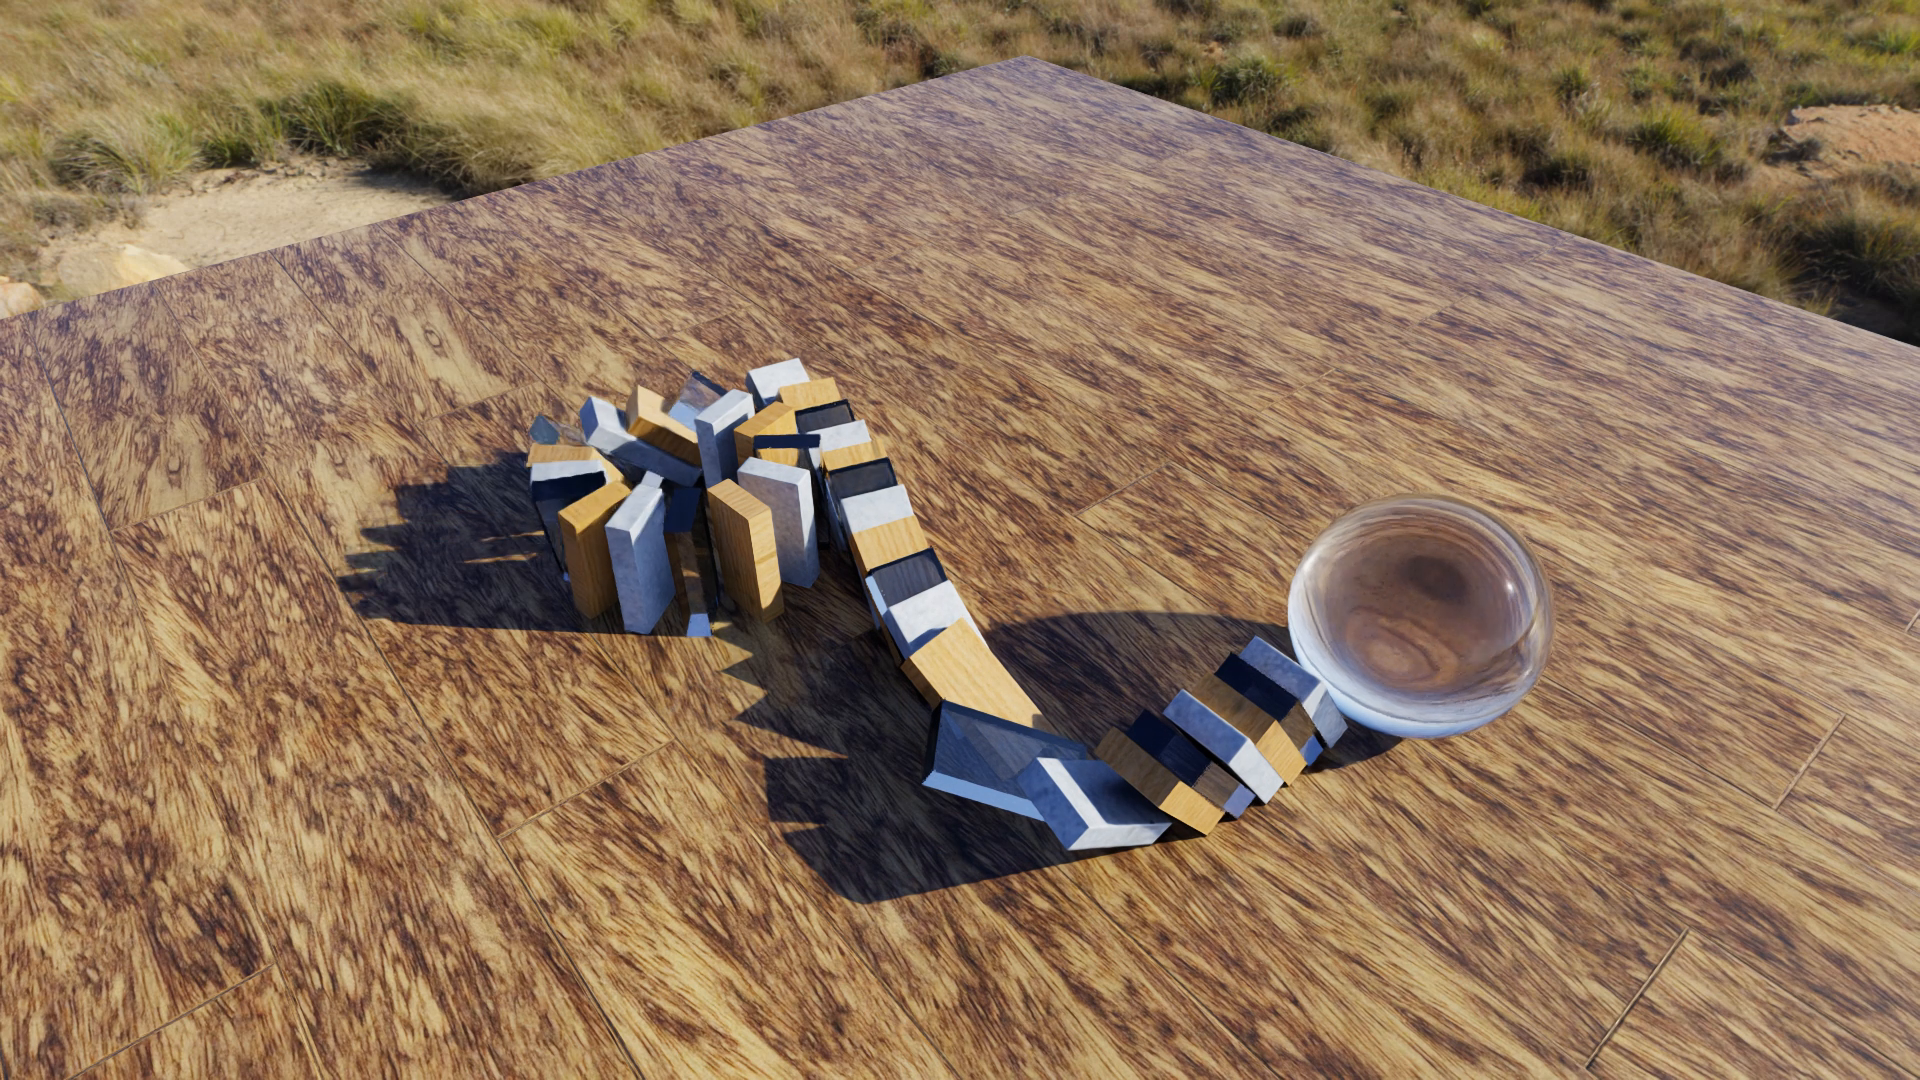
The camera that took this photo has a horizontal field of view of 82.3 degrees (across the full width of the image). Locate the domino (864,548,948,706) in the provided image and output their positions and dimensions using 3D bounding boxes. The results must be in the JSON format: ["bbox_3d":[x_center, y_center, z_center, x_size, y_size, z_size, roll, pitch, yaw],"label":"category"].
[{"bbox_3d":[-0.011,0.030,0.387,0.025,0.009,0.050,-20,76,-23],"label":"domino"}]

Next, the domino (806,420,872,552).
[{"bbox_3d":[-0.044,-0.023,0.451,0.025,0.009,0.050,-15,75,-17],"label":"domino"}]

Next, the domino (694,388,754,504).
[{"bbox_3d":[-0.094,-0.034,0.453,0.010,0.050,0.025,19,43,22],"label":"domino"}]

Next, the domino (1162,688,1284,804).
[{"bbox_3d":[0.081,0.064,0.336,0.009,0.050,0.025,-50,53,-3],"label":"domino"}]

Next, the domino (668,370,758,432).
[{"bbox_3d":[-0.101,-0.051,0.483,0.050,0.010,0.025,33,36,-19],"label":"domino"}]

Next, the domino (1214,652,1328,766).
[{"bbox_3d":[0.099,0.054,0.348,0.009,0.050,0.025,-50,53,-3],"label":"domino"}]

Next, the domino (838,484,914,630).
[{"bbox_3d":[-0.026,0.006,0.414,0.025,0.010,0.050,-15,77,-17],"label":"domino"}]

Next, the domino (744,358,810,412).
[{"bbox_3d":[-0.073,-0.055,0.489,0.025,0.010,0.050,-21,76,-30],"label":"domino"}]

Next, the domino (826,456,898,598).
[{"bbox_3d":[-0.033,-0.005,0.426,0.025,0.010,0.050,-15,77,-17],"label":"domino"}]

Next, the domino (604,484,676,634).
[{"bbox_3d":[-0.116,0.007,0.402,0.009,0.050,0.025,12,41,9],"label":"domino"}]

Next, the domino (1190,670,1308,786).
[{"bbox_3d":[0.090,0.059,0.342,0.009,0.050,0.025,-50,53,-3],"label":"domino"}]

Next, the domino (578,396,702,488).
[{"bbox_3d":[-0.136,-0.042,0.469,0.050,0.009,0.025,27,21,-39],"label":"domino"}]

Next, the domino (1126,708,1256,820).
[{"bbox_3d":[0.070,0.068,0.332,0.025,0.050,0.010,38,89,37],"label":"domino"}]

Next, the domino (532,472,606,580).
[{"bbox_3d":[-0.143,-0.005,0.416,0.025,0.050,0.010,-10,55,-12],"label":"domino"}]

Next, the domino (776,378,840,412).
[{"bbox_3d":[-0.060,-0.044,0.477,0.025,0.009,0.050,-14,74,-21],"label":"domino"}]

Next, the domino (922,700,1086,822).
[{"bbox_3d":[0.014,0.069,0.340,0.050,0.009,0.025,20,48,-14],"label":"domino"}]

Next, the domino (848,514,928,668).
[{"bbox_3d":[-0.020,0.018,0.401,0.025,0.010,0.050,-18,76,-20],"label":"domino"}]

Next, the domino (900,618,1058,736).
[{"bbox_3d":[0.006,0.053,0.359,0.025,0.009,0.050,-35,82,-34],"label":"domino"}]

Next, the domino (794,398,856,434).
[{"bbox_3d":[-0.052,-0.033,0.463,0.025,0.010,0.050,-16,75,-19],"label":"domino"}]

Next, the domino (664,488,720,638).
[{"bbox_3d":[-0.097,0.009,0.401,0.009,0.050,0.025,-1,39,-2],"label":"domino"}]

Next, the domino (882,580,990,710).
[{"bbox_3d":[-0.003,0.041,0.373,0.025,0.009,0.050,-24,77,-26],"label":"domino"}]

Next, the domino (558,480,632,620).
[{"bbox_3d":[-0.132,0.004,0.406,0.010,0.050,0.025,34,50,22],"label":"domino"}]

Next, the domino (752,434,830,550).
[{"bbox_3d":[-0.066,-0.018,0.434,0.025,0.050,0.009,-1,39,-2],"label":"domino"}]

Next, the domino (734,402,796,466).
[{"bbox_3d":[-0.077,-0.028,0.446,0.009,0.050,0.025,23,44,25],"label":"domino"}]

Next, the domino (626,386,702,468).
[{"bbox_3d":[-0.119,-0.046,0.476,0.050,0.009,0.025,26,26,-33],"label":"domino"}]

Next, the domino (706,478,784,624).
[{"bbox_3d":[-0.079,0.005,0.406,0.009,0.050,0.025,-32,49,-33],"label":"domino"}]

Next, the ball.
[{"bbox_3d":[0.148,0.024,0.358,0.080,0.080,0.080,0,39,0],"label":"ball"}]

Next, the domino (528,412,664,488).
[{"bbox_3d":[-0.152,-0.035,0.460,0.050,0.009,0.025,25,8,-46],"label":"domino"}]

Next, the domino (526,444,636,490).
[{"bbox_3d":[-0.150,-0.024,0.443,0.025,0.050,0.010,4,73,8],"label":"domino"}]

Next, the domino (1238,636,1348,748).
[{"bbox_3d":[0.108,0.050,0.354,0.009,0.050,0.025,-50,53,-3],"label":"domino"}]

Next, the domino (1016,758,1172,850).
[{"bbox_3d":[0.040,0.077,0.323,0.050,0.010,0.025,17,27,-51],"label":"domino"}]

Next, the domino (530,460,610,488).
[{"bbox_3d":[-0.147,-0.014,0.429,0.025,0.050,0.009,-4,63,-4],"label":"domino"}]

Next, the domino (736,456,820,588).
[{"bbox_3d":[-0.069,-0.006,0.419,0.025,0.050,0.009,13,41,16],"label":"domino"}]

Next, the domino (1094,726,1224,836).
[{"bbox_3d":[0.060,0.072,0.326,0.025,0.050,0.009,38,89,35],"label":"domino"}]

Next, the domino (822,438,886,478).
[{"bbox_3d":[-0.036,-0.013,0.438,0.025,0.010,0.050,-15,77,-17],"label":"domino"}]
